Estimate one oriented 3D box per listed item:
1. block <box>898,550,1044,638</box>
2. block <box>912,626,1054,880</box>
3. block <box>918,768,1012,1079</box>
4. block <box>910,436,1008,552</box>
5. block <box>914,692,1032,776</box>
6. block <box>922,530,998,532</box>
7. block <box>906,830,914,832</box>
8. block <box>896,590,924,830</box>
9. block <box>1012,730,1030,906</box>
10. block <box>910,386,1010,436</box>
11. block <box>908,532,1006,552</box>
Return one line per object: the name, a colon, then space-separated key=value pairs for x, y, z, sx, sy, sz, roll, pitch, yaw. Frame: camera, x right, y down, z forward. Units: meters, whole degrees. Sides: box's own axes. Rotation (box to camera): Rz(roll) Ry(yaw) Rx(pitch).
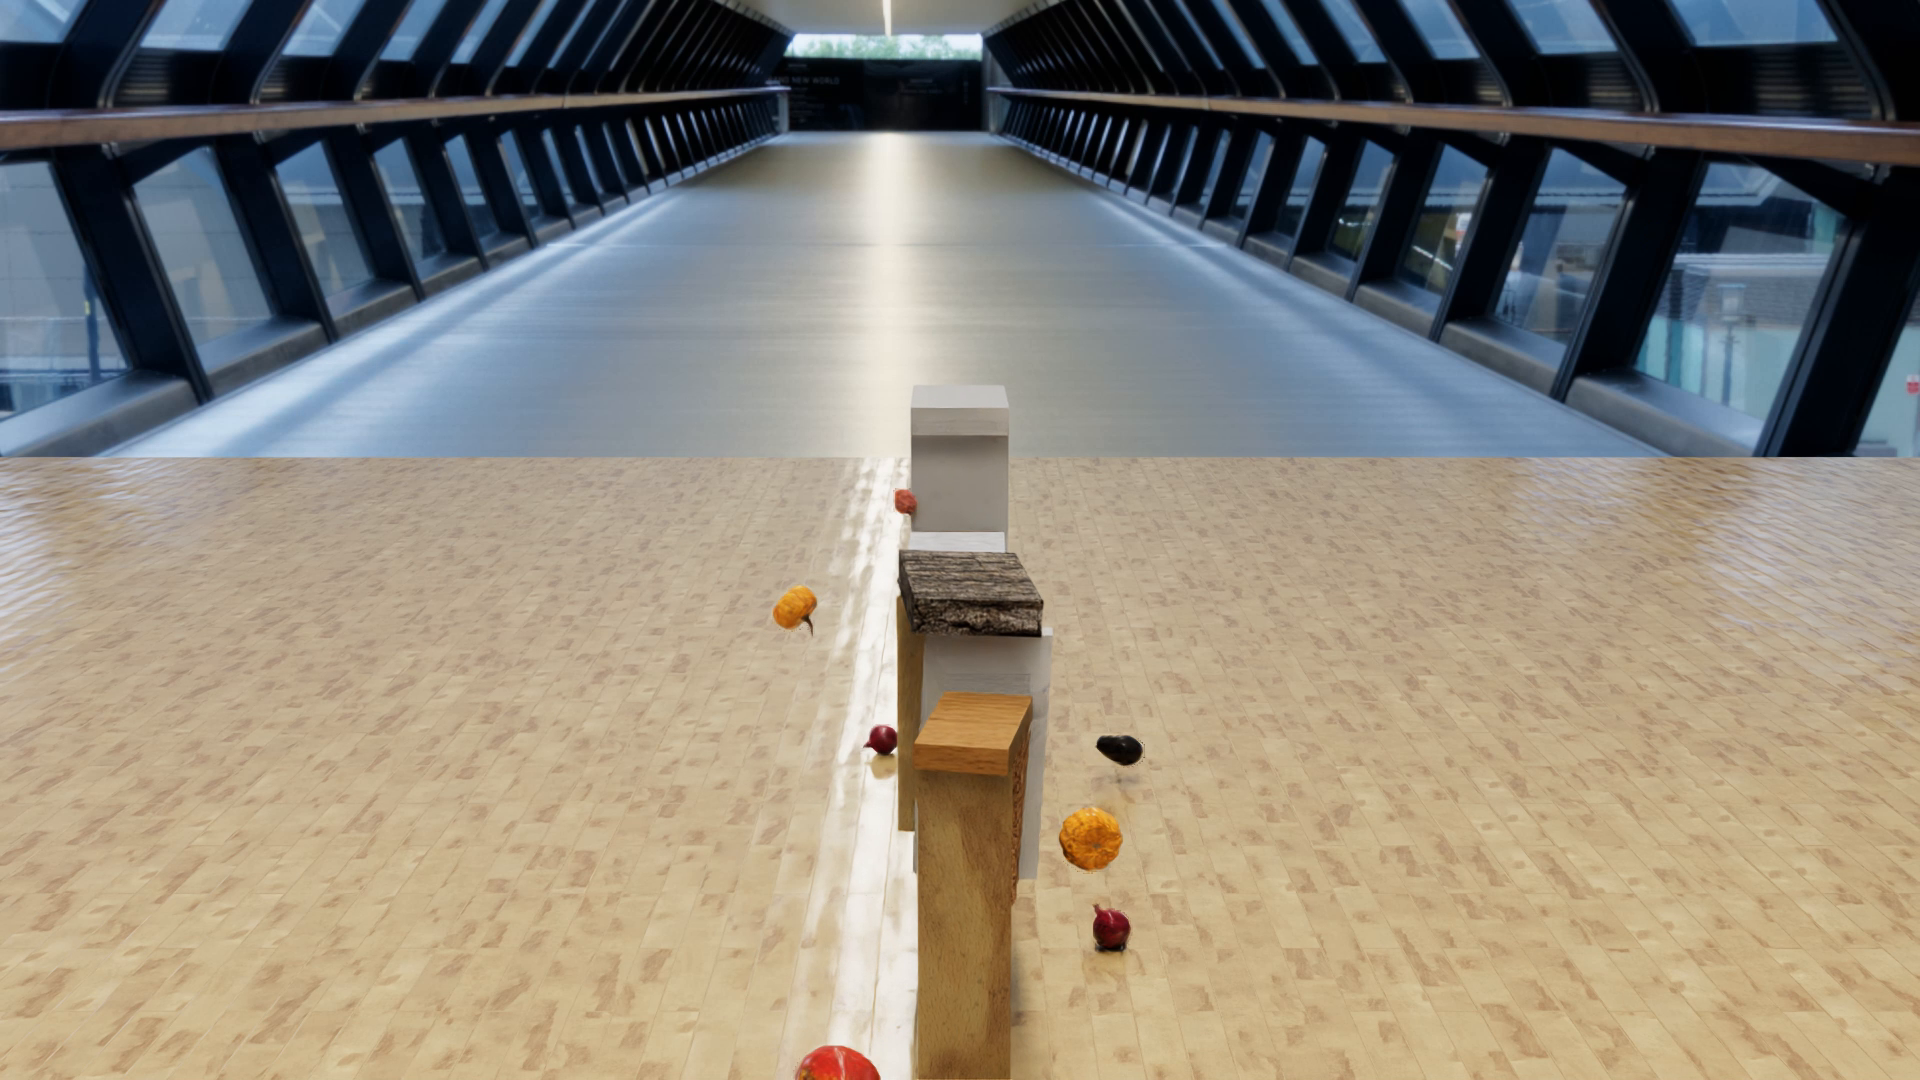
block: x=0.010 y=0.073 z=3.113 sx=0.174 sy=0.049 sz=0.347 roll=2 pitch=10 yaw=-5
block: x=0.030 y=0.290 z=3.037 sx=0.174 sy=0.347 sz=0.049 roll=3 pitch=11 yaw=0
block: x=0.005 y=0.509 z=2.815 sx=0.118 sy=0.471 sz=0.034 roll=0 pitch=12 yaw=-3
block: x=-0.001 y=-0.024 z=3.929 sx=0.172 sy=0.344 sz=0.049 roll=0 pitch=11 yaw=0
block: x=0.020 y=0.246 z=2.830 sx=0.118 sy=0.034 sz=0.237 roll=3 pitch=12 yaw=9
block: x=0.001 y=0.026 z=3.741 sx=0.132 sy=0.037 sz=0.264 roll=0 pitch=11 yaw=0
block: x=-0.008 y=0.262 z=3.389 sx=0.152 sy=0.378 sz=0.043 roll=0 pitch=11 yaw=0
block: x=-0.005 y=0.254 z=3.272 sx=0.174 sy=0.358 sz=0.049 roll=0 pitch=10 yaw=1
block: x=0.024 y=0.365 z=2.939 sx=0.118 sy=0.237 sz=0.034 roll=7 pitch=14 yaw=9
block: x=-0.001 y=-0.238 z=4.003 sx=0.172 sy=0.049 sz=0.344 roll=0 pitch=10 yaw=0
block: x=-0.005 y=0.036 z=3.450 sx=0.152 sy=0.043 sz=0.304 roll=0 pitch=11 yaw=1
